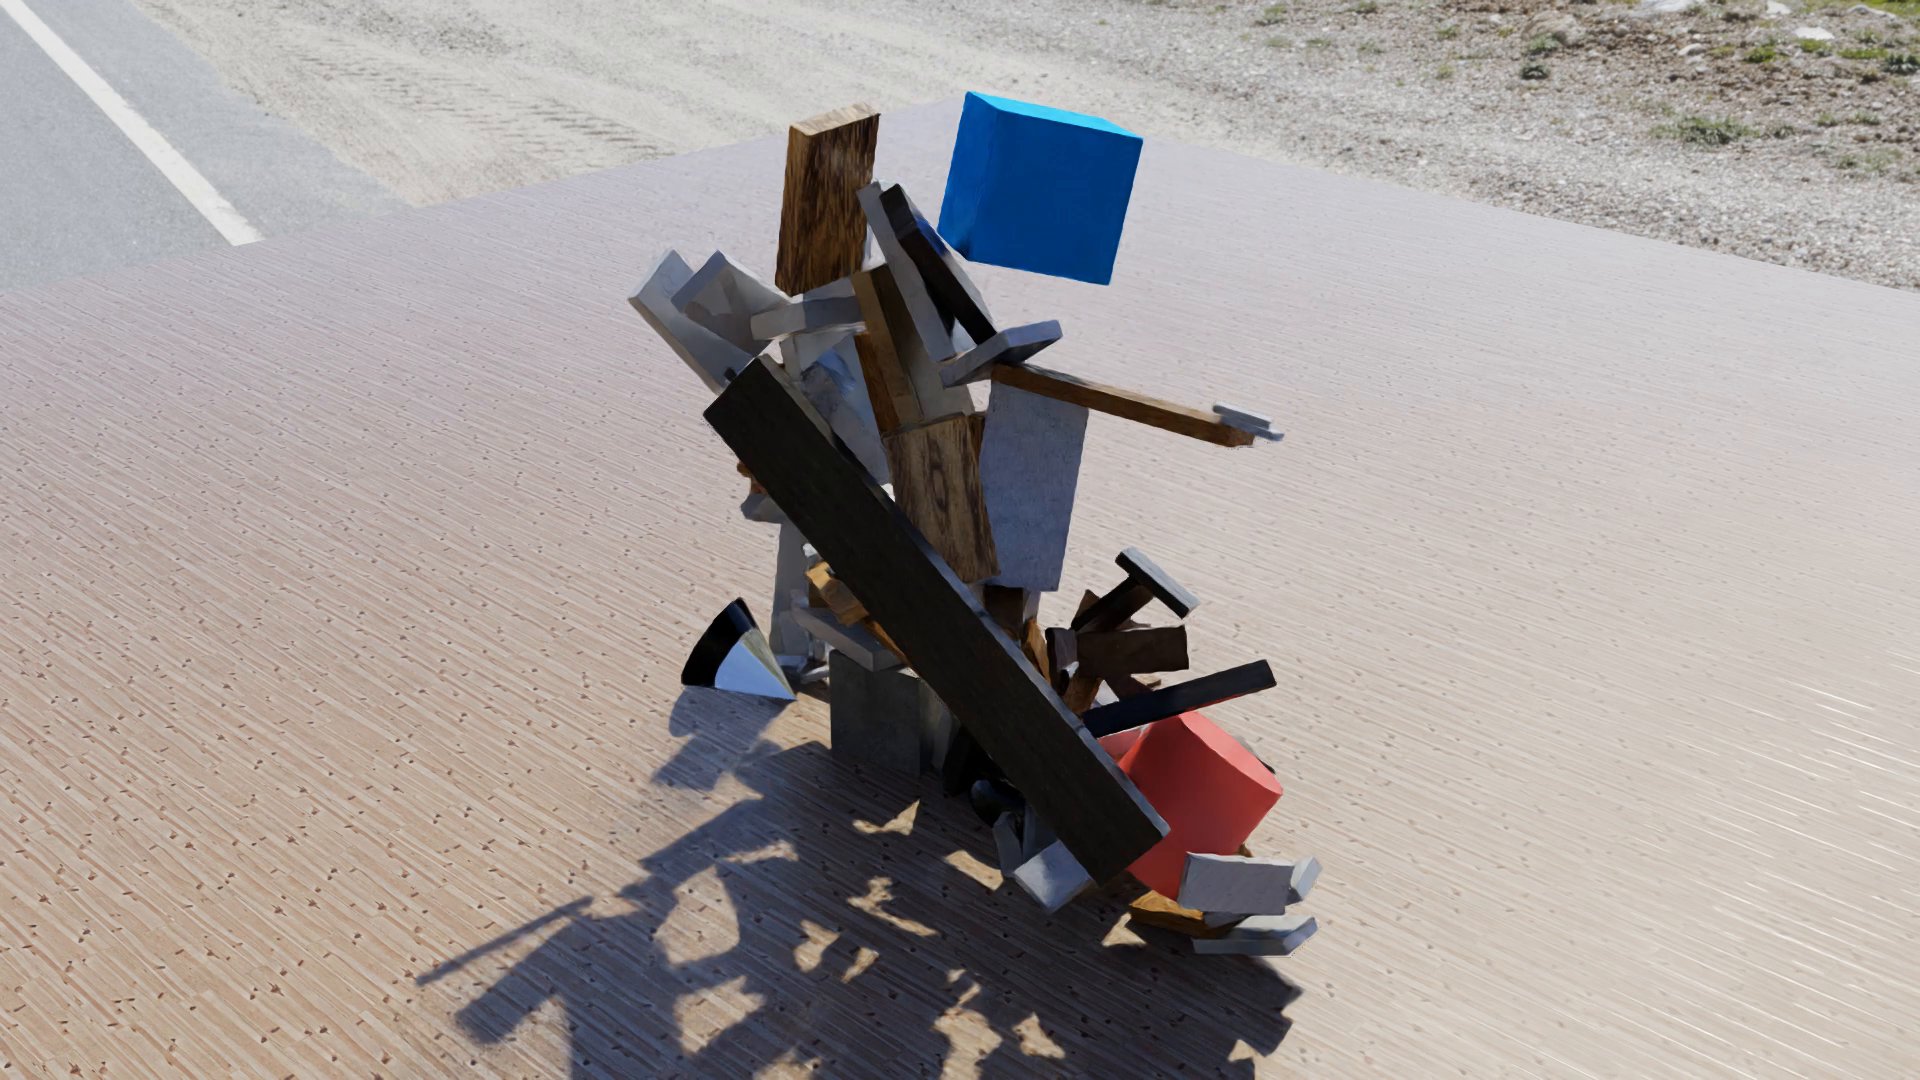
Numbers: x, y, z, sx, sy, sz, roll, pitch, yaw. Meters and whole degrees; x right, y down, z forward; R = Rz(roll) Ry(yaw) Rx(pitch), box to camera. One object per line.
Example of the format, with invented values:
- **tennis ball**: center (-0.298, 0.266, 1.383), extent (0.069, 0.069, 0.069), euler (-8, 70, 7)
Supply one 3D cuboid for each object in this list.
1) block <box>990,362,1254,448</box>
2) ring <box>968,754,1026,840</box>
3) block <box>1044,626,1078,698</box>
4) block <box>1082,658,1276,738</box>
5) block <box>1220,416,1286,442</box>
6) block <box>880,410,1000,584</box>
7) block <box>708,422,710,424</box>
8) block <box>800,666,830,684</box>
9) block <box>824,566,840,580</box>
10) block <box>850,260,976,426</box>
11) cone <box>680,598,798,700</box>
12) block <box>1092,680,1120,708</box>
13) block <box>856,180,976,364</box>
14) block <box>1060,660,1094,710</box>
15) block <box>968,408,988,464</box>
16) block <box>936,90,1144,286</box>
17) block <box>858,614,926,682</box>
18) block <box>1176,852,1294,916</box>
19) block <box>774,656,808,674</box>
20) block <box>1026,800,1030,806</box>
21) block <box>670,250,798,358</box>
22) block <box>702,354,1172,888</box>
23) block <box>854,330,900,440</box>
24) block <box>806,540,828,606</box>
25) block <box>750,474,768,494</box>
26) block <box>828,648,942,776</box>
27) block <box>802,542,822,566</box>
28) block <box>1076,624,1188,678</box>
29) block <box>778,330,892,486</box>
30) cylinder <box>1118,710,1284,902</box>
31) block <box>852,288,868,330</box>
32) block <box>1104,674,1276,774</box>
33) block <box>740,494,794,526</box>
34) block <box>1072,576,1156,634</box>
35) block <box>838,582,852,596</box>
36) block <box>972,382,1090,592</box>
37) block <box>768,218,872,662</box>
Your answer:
- **block**: center (0.283, -0.240, 3.850), extent (0.466, 0.033, 0.118), euler (18, 12, 27)
- **ring**: center (0.182, 0.502, 4.435), extent (0.336, 0.112, 0.336), euler (1, 22, 0)
- **block**: center (0.195, 0.235, 4.073), extent (0.020, 0.141, 0.071), euler (-19, -21, 39)
- **block**: center (0.378, 0.275, 3.800), extent (0.338, 0.014, 0.050), euler (-15, 59, -7)
- **block**: center (0.494, -0.190, 3.714), extent (0.099, 0.014, 0.049), euler (23, 14, 28)
- **block**: center (-0.034, -0.063, 3.855), extent (0.148, 0.297, 0.042), euler (-16, 19, -9)
- **block**: center (-0.427, -0.222, 4.421), extent (0.144, 0.072, 0.020), euler (37, -14, -4)
- **block**: center (-0.298, 0.296, 4.973), extent (0.116, 0.016, 0.058), euler (-17, 7, 24)
- **block**: center (-0.210, 0.051, 4.284), extent (0.064, 0.018, 0.174), euler (-44, 16, -12)
- **block**: center (-0.080, -0.346, 4.101), extent (0.048, 0.367, 0.168), euler (-9, 16, 39)
- **cone**: center (-0.459, 0.293, 4.933), extent (0.237, 0.237, 0.237), euler (34, 31, 9)
- **block**: center (0.261, 0.289, 4.050), extent (0.108, 0.015, 0.054), euler (54, 39, 6)
- **block**: center (-0.076, -0.488, 3.987), extent (0.048, 0.336, 0.168), euler (-24, 2, 17)
- **block**: center (0.226, 0.280, 4.061), extent (0.015, 0.108, 0.054), euler (-21, 3, 40)
- **block**: center (0.066, -0.129, 4.097), extent (0.033, 0.236, 0.118), euler (15, 26, 37)
- **block**: center (0.140, -0.642, 3.999), extent (0.268, 0.268, 0.268), euler (8, 16, -15)
- **block**: center (-0.053, 0.205, 4.254), extent (0.117, 0.033, 0.451), euler (-38, 50, -17)
- **block**: center (0.470, 0.587, 3.748), extent (0.186, 0.093, 0.026), euler (6, 14, -13)
- **block**: center (-0.414, 0.284, 5.048), extent (0.116, 0.016, 0.058), euler (1, 21, 23)
- **block**: center (0.207, 0.457, 4.006), extent (0.186, 0.093, 0.026), euler (20, 31, -48)
- **block**: center (-0.442, -0.467, 4.374), extent (0.039, 0.139, 0.277), euler (51, 12, 29)
- **block**: center (-0.045, 0.130, 3.654), extent (1.036, 0.148, 0.042), euler (50, 25, 5)
- **block**: center (-0.090, -0.243, 4.174), extent (0.050, 0.351, 0.175), euler (-6, 16, 34)
- **block**: center (-0.271, -0.105, 4.850), extent (0.137, 0.039, 0.563), euler (0, 57, -7)
- **block**: center (-0.377, -0.163, 4.382), extent (0.072, 0.144, 0.020), euler (4, 9, -8)
- **block**: center (-0.118, 0.327, 4.697), extent (0.229, 0.229, 0.229), euler (14, 27, 30)
- **block**: center (-0.255, 0.002, 4.471), extent (0.129, 0.018, 0.064), euler (-27, 26, 0)
- **block**: center (0.307, 0.199, 3.926), extent (0.196, 0.079, 0.022), euler (-5, 6, 4)
- **block**: center (-0.222, -0.208, 4.286), extent (0.175, 0.398, 0.050), euler (-7, -11, -38)
- **cylinder**: center (0.396, 0.469, 3.938), extent (0.260, 0.260, 0.260), euler (37, 9, -7)
- **block**: center (-0.130, -0.444, 4.753), extent (0.126, 0.251, 0.036), euler (-20, 5, -16)
- **block**: center (0.395, 0.354, 4.337), extent (0.454, 0.051, 0.180), euler (33, -10, -5)
- **block**: center (-0.329, -0.085, 4.593), extent (0.251, 0.126, 0.036), euler (8, 43, -50)
- **block**: center (0.281, 0.119, 3.936), extent (0.079, 0.157, 0.022), euler (12, 48, -46)
- **block**: center (-0.159, 0.053, 4.238), extent (0.167, 0.023, 0.083), euler (-23, 22, 46)
- **block**: center (0.118, -0.094, 3.976), extent (0.180, 0.359, 0.051), euler (7, 6, -28)
- **block**: center (-0.321, -0.241, 5.067), extent (0.139, 1.033, 0.039), euler (7, 4, 17)
